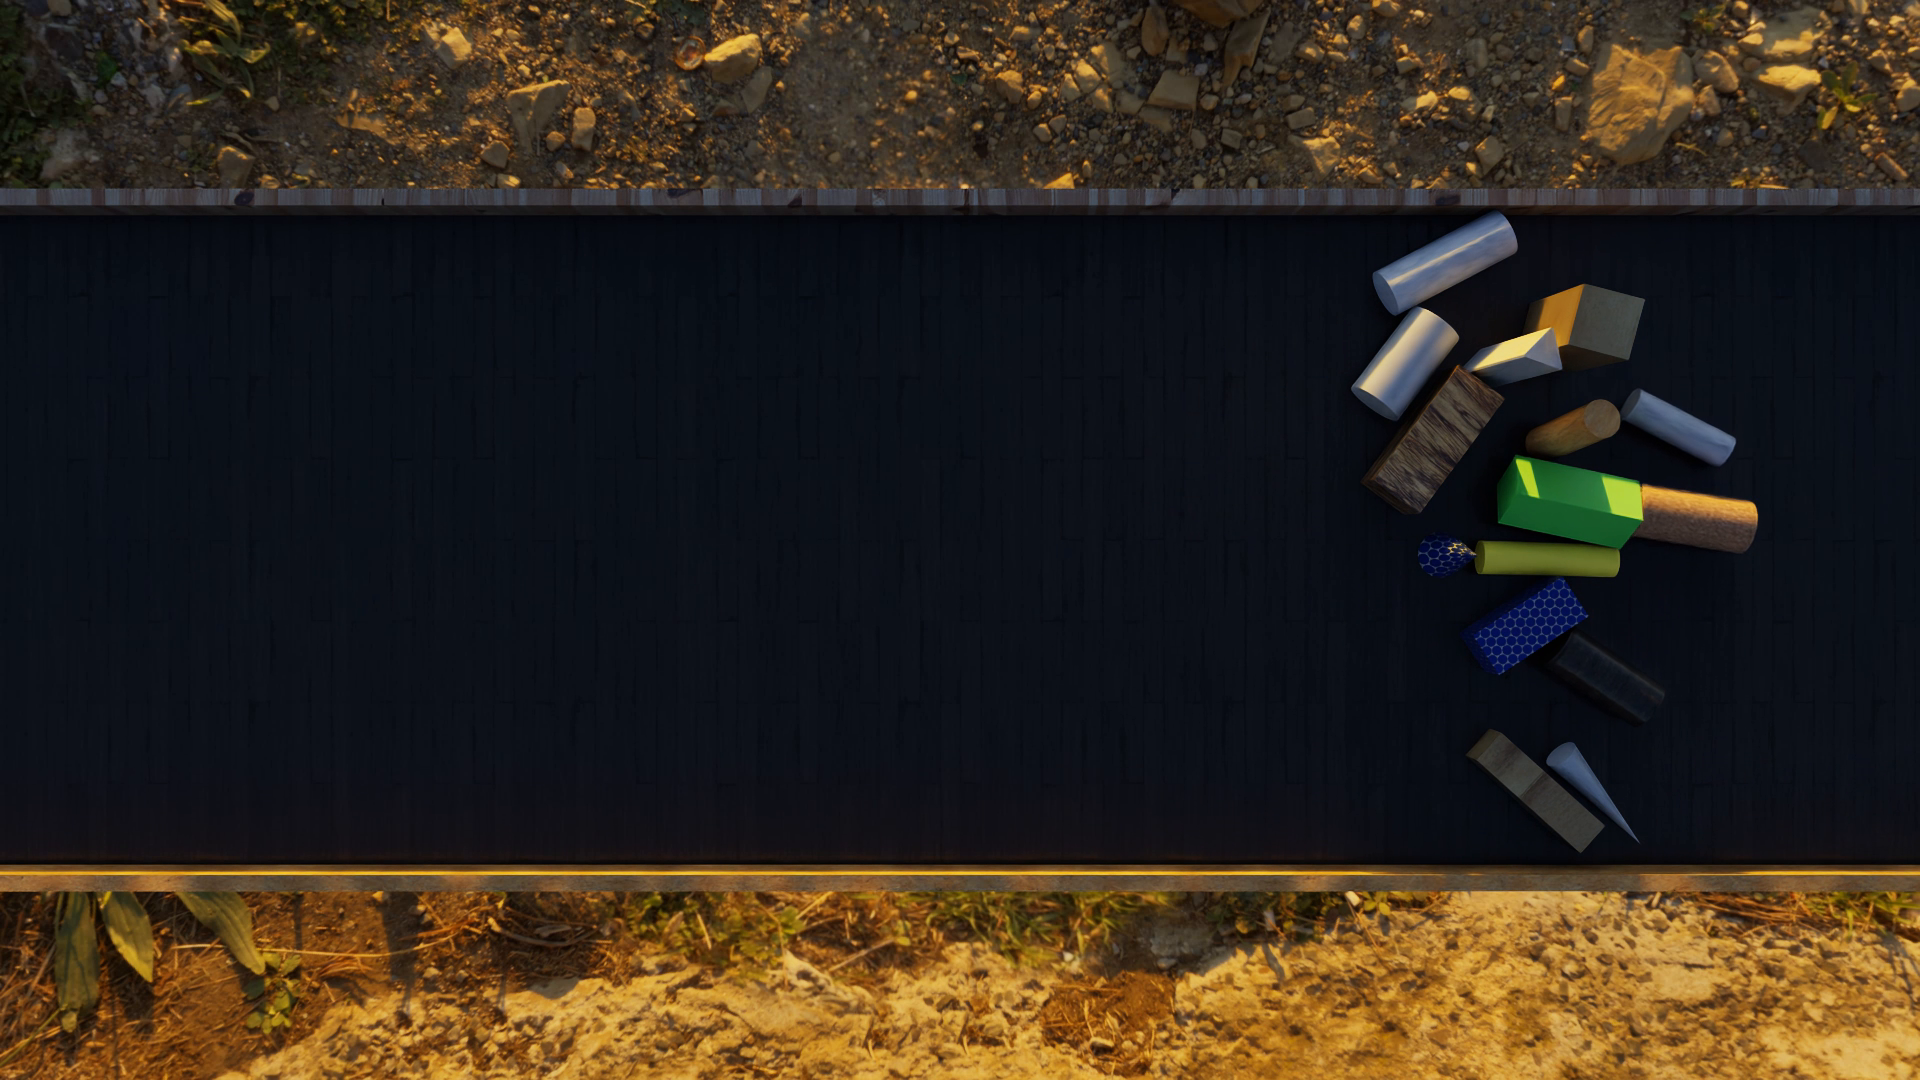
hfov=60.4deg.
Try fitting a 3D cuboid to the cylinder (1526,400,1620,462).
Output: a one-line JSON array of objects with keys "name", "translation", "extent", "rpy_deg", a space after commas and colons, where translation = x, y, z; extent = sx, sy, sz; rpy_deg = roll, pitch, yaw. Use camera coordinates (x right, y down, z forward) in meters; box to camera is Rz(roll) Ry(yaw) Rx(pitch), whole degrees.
[{"name": "cylinder", "translation": [1.815, -0.320, 4.896], "extent": [0.114, 0.344, 0.114], "rpy_deg": [1, 80, -9]}]

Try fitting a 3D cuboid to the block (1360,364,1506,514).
[{"name": "block", "translation": [1.427, -0.300, 4.992], "extent": [0.170, 0.170, 0.428], "rpy_deg": [37, 90, 0]}]

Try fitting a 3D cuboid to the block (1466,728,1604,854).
[{"name": "block", "translation": [1.749, 0.762, 5.021], "extent": [0.421, 0.111, 0.111], "rpy_deg": [42, 90, 0]}]

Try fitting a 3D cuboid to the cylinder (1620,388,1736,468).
[{"name": "cylinder", "translation": [2.185, -0.341, 5.023], "extent": [0.323, 0.105, 0.105], "rpy_deg": [27, 90, 0]}]

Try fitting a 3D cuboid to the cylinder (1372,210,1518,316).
[{"name": "cylinder", "translation": [1.469, -0.841, 5.002], "extent": [0.405, 0.149, 0.149], "rpy_deg": [-28, 90, 0]}]

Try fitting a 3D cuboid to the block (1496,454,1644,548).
[{"name": "block", "translation": [1.834, -0.114, 4.971], "extent": [0.380, 0.151, 0.151], "rpy_deg": [12, 54, 0]}]

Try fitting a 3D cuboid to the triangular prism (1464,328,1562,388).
[{"name": "triangular prism", "translation": [1.630, -0.545, 4.878], "extent": [0.122, 0.394, 0.106], "rpy_deg": [18, 84, -11]}]

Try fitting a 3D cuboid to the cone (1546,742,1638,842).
[{"name": "cone", "translation": [1.963, 0.795, 5.051], "extent": [0.103, 0.103, 0.393], "rpy_deg": [-43, 97, 0]}]

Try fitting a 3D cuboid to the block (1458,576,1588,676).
[{"name": "block", "translation": [1.708, 0.257, 5.005], "extent": [0.320, 0.142, 0.142], "rpy_deg": [-33, 90, 0]}]

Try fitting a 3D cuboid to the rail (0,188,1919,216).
[{"name": "rail", "translation": [-2.247, -1.025, 5.002], "extent": [12.000, 0.150, 0.050], "rpy_deg": [0, 90, 0]}]

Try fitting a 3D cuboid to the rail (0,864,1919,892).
[{"name": "rail", "translation": [-2.247, 1.025, 5.001], "extent": [12.000, 0.150, 0.050], "rpy_deg": [0, 90, 0]}]

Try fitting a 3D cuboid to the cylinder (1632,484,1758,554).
[{"name": "cylinder", "translation": [2.203, -0.066, 4.995], "extent": [0.347, 0.164, 0.164], "rpy_deg": [9, 90, 0]}]

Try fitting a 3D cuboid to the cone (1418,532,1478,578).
[{"name": "cone", "translation": [1.482, 0.045, 4.898], "extent": [0.144, 0.357, 0.144], "rpy_deg": [0, 90, 0]}]

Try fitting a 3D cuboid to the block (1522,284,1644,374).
[{"name": "block", "translation": [1.816, -0.617, 4.851], "extent": [0.176, 0.447, 0.176], "rpy_deg": [15, 91, 0]}]

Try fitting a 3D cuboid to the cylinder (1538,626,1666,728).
[{"name": "cylinder", "translation": [1.945, 0.409, 5.000], "extent": [0.339, 0.153, 0.153], "rpy_deg": [34, 90, 0]}]

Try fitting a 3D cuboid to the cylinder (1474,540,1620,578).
[{"name": "cylinder", "translation": [1.787, 0.058, 5.025], "extent": [0.407, 0.103, 0.103], "rpy_deg": [1, 90, 0]}]

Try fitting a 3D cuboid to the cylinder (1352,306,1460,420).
[{"name": "cylinder", "translation": [1.346, -0.533, 4.991], "extent": [0.171, 0.171, 0.304], "rpy_deg": [37, 90, 0]}]
